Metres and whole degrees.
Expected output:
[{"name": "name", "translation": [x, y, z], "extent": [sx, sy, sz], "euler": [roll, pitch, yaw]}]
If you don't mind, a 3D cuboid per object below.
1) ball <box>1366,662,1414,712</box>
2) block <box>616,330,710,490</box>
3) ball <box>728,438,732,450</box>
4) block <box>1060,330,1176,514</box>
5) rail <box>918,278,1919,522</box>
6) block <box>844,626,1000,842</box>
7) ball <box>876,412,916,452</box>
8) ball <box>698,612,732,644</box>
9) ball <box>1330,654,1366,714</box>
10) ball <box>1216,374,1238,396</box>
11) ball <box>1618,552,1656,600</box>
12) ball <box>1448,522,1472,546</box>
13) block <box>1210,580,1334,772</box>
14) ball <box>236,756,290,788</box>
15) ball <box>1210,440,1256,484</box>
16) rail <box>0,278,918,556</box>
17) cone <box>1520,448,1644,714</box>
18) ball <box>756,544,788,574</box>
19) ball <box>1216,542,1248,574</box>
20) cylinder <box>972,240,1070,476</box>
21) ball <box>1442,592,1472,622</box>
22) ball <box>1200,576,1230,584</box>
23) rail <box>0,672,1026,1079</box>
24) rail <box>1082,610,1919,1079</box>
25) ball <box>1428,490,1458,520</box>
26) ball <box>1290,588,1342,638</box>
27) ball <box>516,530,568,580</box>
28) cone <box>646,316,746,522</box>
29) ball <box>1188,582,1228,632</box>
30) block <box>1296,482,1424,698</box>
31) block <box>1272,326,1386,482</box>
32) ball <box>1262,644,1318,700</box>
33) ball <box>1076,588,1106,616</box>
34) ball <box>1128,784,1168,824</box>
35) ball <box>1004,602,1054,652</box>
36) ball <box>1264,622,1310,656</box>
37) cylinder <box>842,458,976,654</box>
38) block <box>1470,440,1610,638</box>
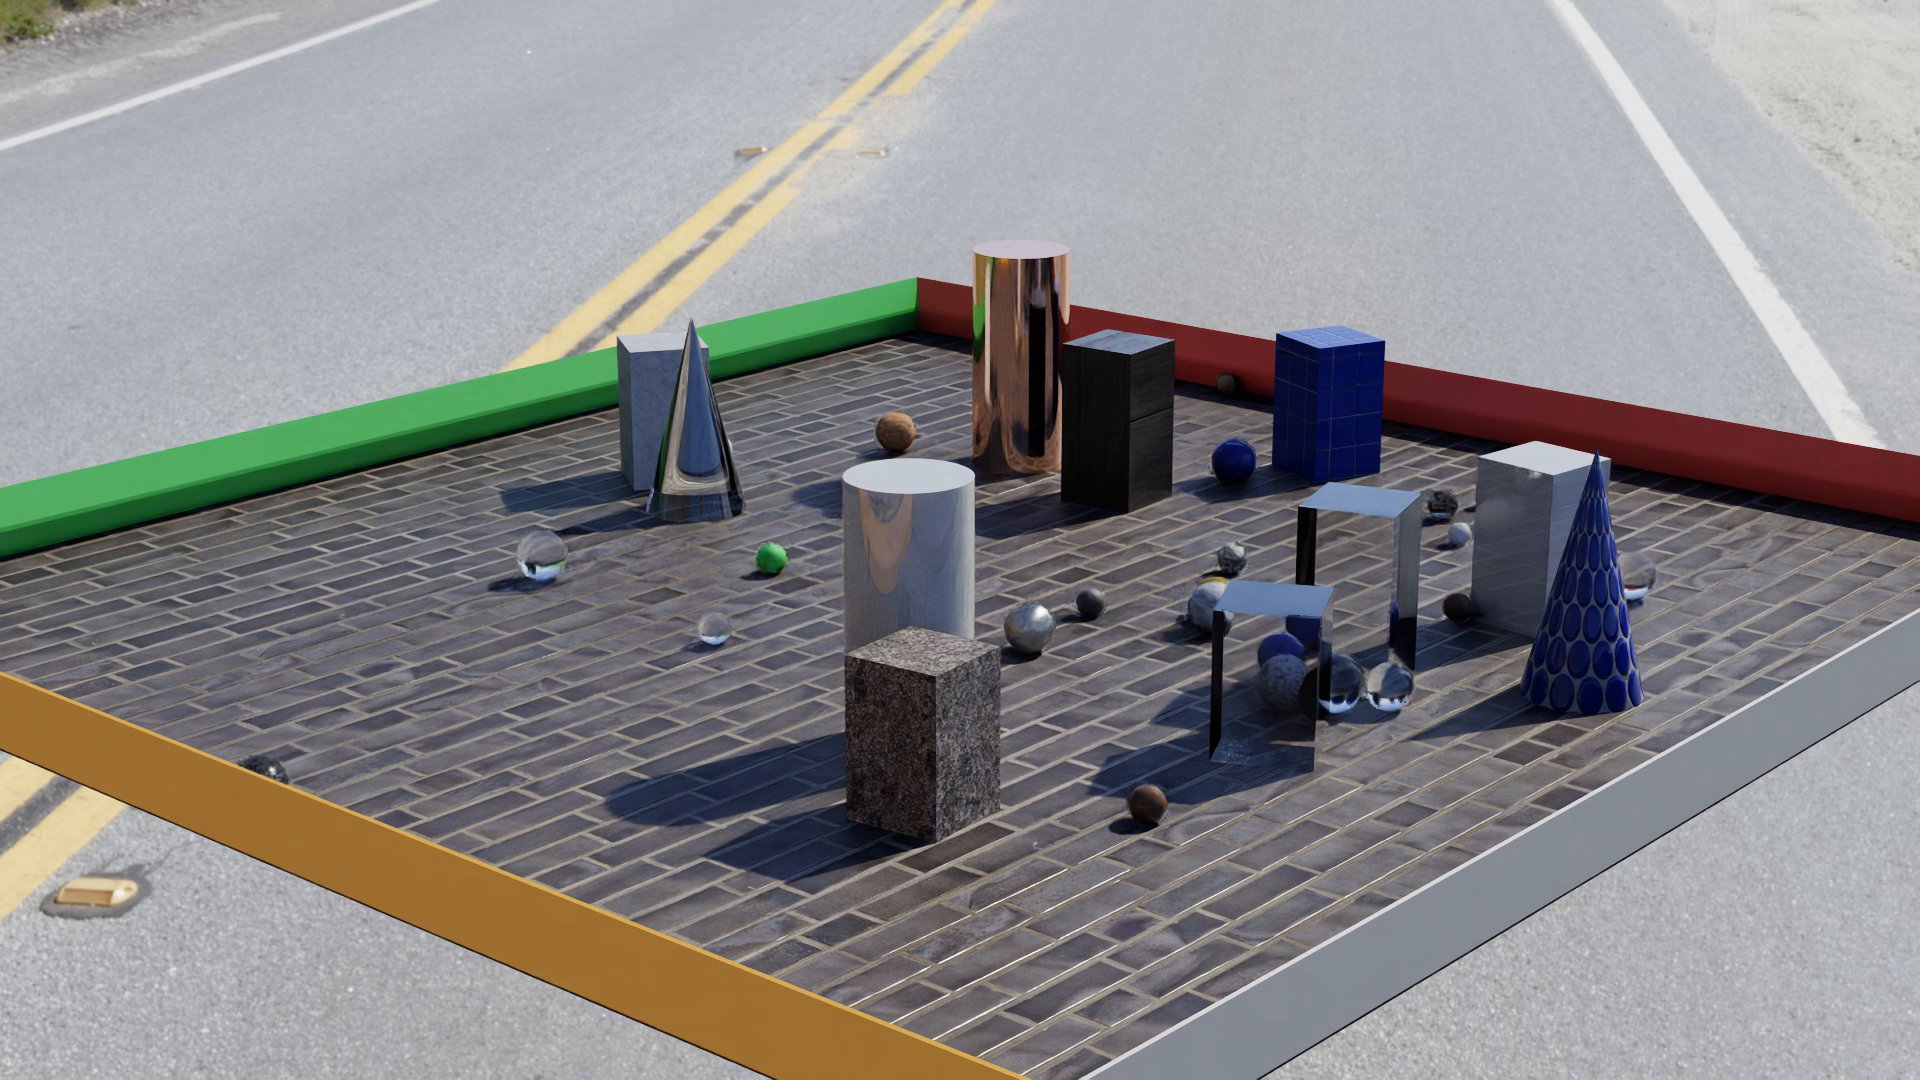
[{"name": "ball", "translation": [0.667, 0.228, 4.558], "extent": [0.077, 0.077, 0.077], "euler": [0, 17, 0]}, {"name": "block", "translation": [-0.587, -0.259, 5.824], "extent": [0.156, 0.278, 0.156], "euler": [-5, 17, -15]}, {"name": "ball", "translation": [-0.499, -0.188, 5.951], "extent": [0.069, 0.069, 0.069], "euler": [0, 17, 0]}, {"name": "block", "translation": [0.305, -0.231, 5.675], "extent": [0.156, 0.312, 0.156], "euler": [12, 21, 34]}, {"name": "rail", "translation": [0.985, -0.296, 6.206], "extent": [2.927, 0.127, 0.045], "euler": [14, 22, 39]}, {"name": "block", "translation": [-0.052, 0.271, 4.126], "extent": [0.156, 0.245, 0.156], "euler": [11, 20, 33]}, {"name": "ball", "translation": [-0.134, -0.223, 6.046], "extent": [0.082, 0.082, 0.082], "euler": [0, 17, 0]}, {"name": "ball", "translation": [-0.407, 0.147, 4.868], "extent": [0.054, 0.054, 0.054], "euler": [0, 17, 0]}, {"name": "ball", "translation": [0.582, 0.222, 4.549], "extent": [0.094, 0.094, 0.094], "euler": [0, 17, 0]}, {"name": "ball", "translation": [0.593, -0.345, 6.511], "extent": [0.047, 0.047, 0.047], "euler": [0, 17, 0]}, {"name": "ball", "translation": [1.168, 0.063, 5.095], "extent": [0.084, 0.084, 0.084], "euler": [0, 17, 0]}, {"name": "ball", "translation": [0.922, -0.012, 5.411], "extent": [0.044, 0.044, 0.044], "euler": [0, 17, 0]}, {"name": "block", "translation": [0.466, 0.200, 4.375], "extent": [0.156, 0.236, 0.156], "euler": [4, 17, 14]}, {"name": "ball", "translation": [-0.990, 0.350, 4.135], "extent": [0.090, 0.090, 0.090], "euler": [0, 17, 0]}, {"name": "ball", "translation": [0.542, -0.156, 5.812], "extent": [0.088, 0.088, 0.088], "euler": [0, 17, 0]}, {"name": "rail", "translation": [-1.087, -0.241, 6.024], "extent": [0.045, 0.127, 3.052], "euler": [14, 22, 39]}, {"name": "cone", "translation": [0.984, 0.049, 4.587], "extent": [0.195, 0.404, 0.195], "euler": [0, 17, 0]}, {"name": "ball", "translation": [-0.337, 0.033, 5.245], "extent": [0.054, 0.054, 0.054], "euler": [0, 17, 0]}, {"name": "ball", "translation": [0.487, 0.032, 5.248], "extent": [0.054, 0.054, 0.054], "euler": [0, 17, 0]}, {"name": "cylinder", "translation": [0.122, -0.369, 5.909], "extent": [0.195, 0.441, 0.195], "euler": [0, 17, 0]}, {"name": "ball", "translation": [0.846, 0.114, 4.984], "extent": [0.050, 0.050, 0.050], "euler": [0, 17, 0]}, {"name": "ball", "translation": [0.437, 0.097, 5.008], "extent": [0.070, 0.070, 0.070], "euler": [0, 17, 0]}, {"name": "rail", "translation": [-0.985, 0.359, 4.034], "extent": [2.927, 0.127, 0.045], "euler": [14, 22, 39]}, {"name": "rail", "translation": [1.087, 0.304, 4.216], "extent": [0.045, 0.127, 3.052], "euler": [14, 22, 39]}, {"name": "ball", "translation": [0.918, -0.067, 5.573], "extent": [0.056, 0.056, 0.056], "euler": [0, 17, 0]}, {"name": "ball", "translation": [0.595, 0.123, 4.895], "extent": [0.084, 0.084, 0.084], "euler": [0, 17, 0]}, {"name": "ball", "translation": [-0.741, 0.027, 5.201], "extent": [0.091, 0.091, 0.091], "euler": [0, 17, 0]}, {"name": "cone", "translation": [-0.508, -0.245, 5.597], "extent": [0.195, 0.382, 0.195], "euler": [0, 17, 0]}, {"name": "ball", "translation": [0.427, 0.112, 4.927], "extent": [0.086, 0.086, 0.086], "euler": [0, 17, 0]}, {"name": "block", "translation": [0.632, 0.079, 4.666], "extent": [0.156, 0.299, 0.156], "euler": [8, 18, 24]}, {"name": "block", "translation": [0.739, -0.275, 5.886], "extent": [0.156, 0.273, 0.156], "euler": [-8, 19, -26]}, {"name": "ball", "translation": [0.520, 0.206, 4.612], "extent": [0.088, 0.088, 0.088], "euler": [0, 17, 0]}, {"name": "ball", "translation": [0.224, 0.106, 5.011], "extent": [0.049, 0.049, 0.049], "euler": [0, 17, 0]}, {"name": "ball", "translation": [0.264, 0.371, 4.123], "extent": [0.055, 0.055, 0.055], "euler": [0, 17, 0]}, {"name": "ball", "translation": [0.114, 0.144, 4.826], "extent": [0.083, 0.083, 0.083], "euler": [0, 17, 0]}, {"name": "ball", "translation": [0.530, 0.170, 4.751], "extent": [0.076, 0.076, 0.076], "euler": [0, 17, 0]}, {"name": "cylinder", "translation": [-0.075, 0.106, 4.372], "extent": [0.195, 0.419, 0.195], "euler": [0, 17, 0]}, {"name": "block", "translation": [0.980, -0.001, 4.956], "extent": [0.156, 0.286, 0.156], "euler": [-14, 22, -40]}]
